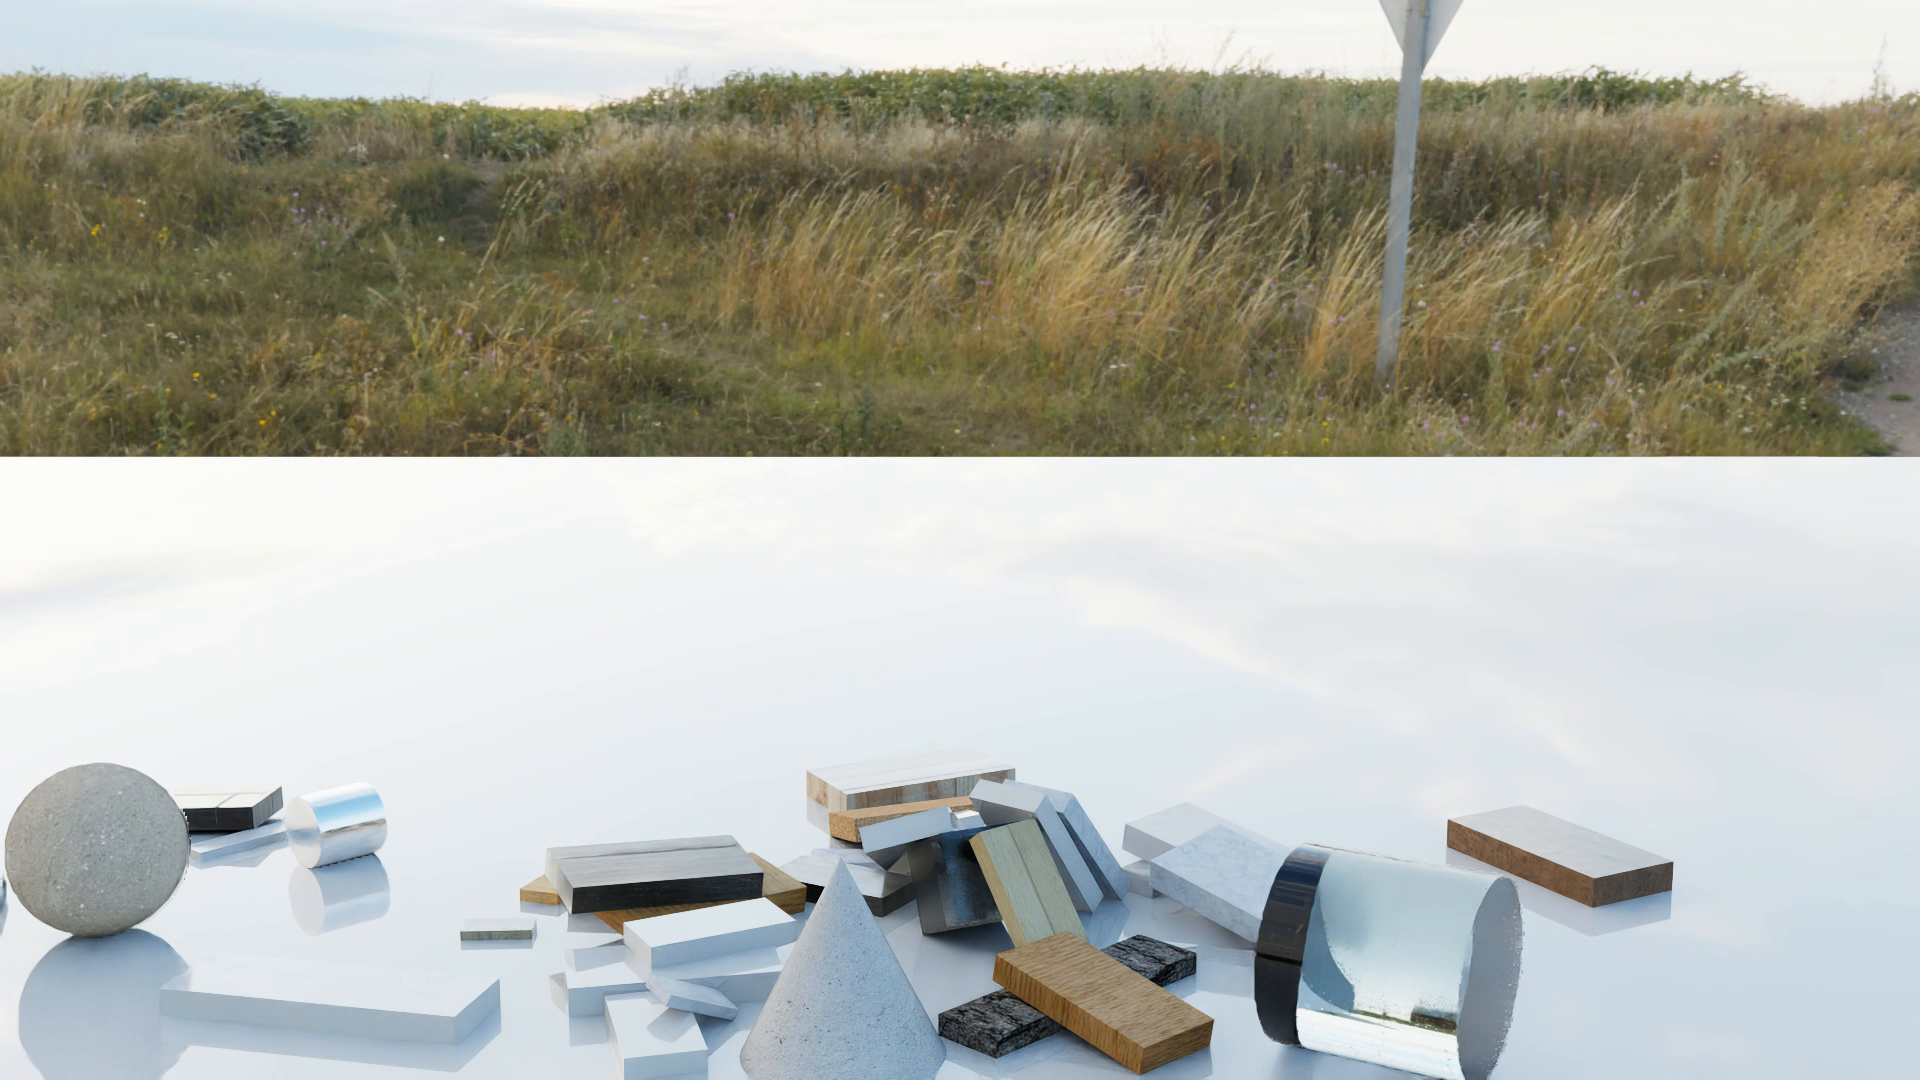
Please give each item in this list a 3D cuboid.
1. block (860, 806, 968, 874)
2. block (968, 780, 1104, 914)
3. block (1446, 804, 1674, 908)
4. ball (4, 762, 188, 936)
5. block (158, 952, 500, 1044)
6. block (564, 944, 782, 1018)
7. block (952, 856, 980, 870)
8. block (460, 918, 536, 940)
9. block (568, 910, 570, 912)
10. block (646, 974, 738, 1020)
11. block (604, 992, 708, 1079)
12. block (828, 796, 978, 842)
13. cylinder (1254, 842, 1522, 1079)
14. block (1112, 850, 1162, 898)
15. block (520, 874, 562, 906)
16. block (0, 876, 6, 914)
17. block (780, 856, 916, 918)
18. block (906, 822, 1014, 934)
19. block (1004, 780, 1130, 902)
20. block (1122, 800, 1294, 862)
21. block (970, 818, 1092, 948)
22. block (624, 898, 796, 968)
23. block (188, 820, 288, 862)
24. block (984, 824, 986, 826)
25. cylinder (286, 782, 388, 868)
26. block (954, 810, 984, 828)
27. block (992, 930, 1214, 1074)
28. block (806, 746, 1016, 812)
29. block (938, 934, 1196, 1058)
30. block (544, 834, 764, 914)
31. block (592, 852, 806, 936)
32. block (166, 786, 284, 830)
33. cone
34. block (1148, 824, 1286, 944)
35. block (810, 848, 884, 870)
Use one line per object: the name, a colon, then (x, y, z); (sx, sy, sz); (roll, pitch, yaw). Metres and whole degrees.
block: (-0.067, 0.497, 3.615); (0.145, 0.041, 0.291); (-15, -17, 3)
block: (0.124, 0.495, 3.543); (0.132, 0.264, 0.037); (8, 50, 38)
block: (1.029, 0.541, 3.794); (0.179, 0.051, 0.358); (-6, 12, -28)
ball: (-1.363, 0.488, 3.474); (0.272, 0.272, 0.272); (0, 11, 0)
block: (-0.910, 0.660, 3.178); (0.461, 0.041, 0.146); (2, 11, 13)
block: (-0.426, 0.644, 3.259); (0.311, 0.044, 0.156); (-2, 11, -12)
block: (0.066, 0.538, 3.874); (0.194, 0.028, 0.097); (-6, 12, -29)
block: (-0.731, 0.616, 3.484); (0.112, 0.016, 0.056); (-1, 11, -3)
block: (-0.574, 0.581, 3.605); (0.141, 0.020, 0.071); (-8, 6, -9)
block: (-0.381, 0.651, 3.127); (0.125, 0.018, 0.063); (24, 3, -41)
block: (-0.425, 0.686, 3.063); (0.113, 0.032, 0.226); (-3, 11, -15)
block: (-0.074, 0.500, 3.958); (0.292, 0.041, 0.146); (-4, -1, -22)
cylinder: (0.586, 0.574, 2.994); (0.279, 0.279, 0.279); (6, 12, 30)
block: (0.364, 0.551, 3.778); (0.132, 0.037, 0.264); (10, 15, 43)
block: (-0.671, 0.576, 3.688); (0.071, 0.020, 0.141); (4, 11, 19)
block: (-1.775, 0.596, 3.545); (0.426, 0.033, 0.116); (-3, 11, -18)
block: (-0.196, 0.575, 3.660); (0.232, 0.033, 0.116); (6, 12, 30)
block: (0.018, 0.533, 3.464); (0.140, 0.140, 0.140); (-5, -14, -26)
block: (0.170, 0.491, 3.593); (0.132, 0.264, 0.037); (8, 55, 36)
block: (0.456, 0.537, 3.679); (0.337, 0.048, 0.168); (21, 22, 39)
block: (0.109, 0.545, 3.367); (0.113, 0.226, 0.032); (-9, -23, -40)
block: (-0.378, 0.592, 3.324); (0.232, 0.033, 0.116); (-6, 12, -28)
block: (-1.251, 0.531, 3.946); (0.056, 0.016, 0.273); (9, 14, 41)
block: (0.099, 0.512, 3.861); (0.097, 0.028, 0.194); (6, 12, 30)
cylinder: (-1.088, 0.496, 3.834); (0.126, 0.126, 0.126); (-10, 15, -44)
block: (-0.064, 0.504, 3.821); (0.194, 0.028, 0.097); (-9, 0, -15)
block: (0.200, 0.648, 3.103); (0.145, 0.041, 0.291); (-9, 24, -42)
block: (-0.094, 0.463, 4.213); (0.358, 0.051, 0.179); (-6, 12, -28)
block: (0.163, 0.660, 3.205); (0.113, 0.032, 0.439); (10, 15, 44)
block: (-0.487, 0.531, 3.505); (0.311, 0.044, 0.156); (-1, 16, -26)
block: (-0.420, 0.576, 3.536); (0.311, 0.044, 0.156); (-6, 19, -40)
block: (-1.412, 0.493, 4.035); (0.293, 0.041, 0.146); (-2, 8, 4)
cone: (-0.161, 0.568, 3.006); (0.285, 0.285, 0.285); (0, 11, 0)
block: (0.480, 0.562, 3.467); (0.168, 0.048, 0.337); (-20, 31, -39)
block: (-0.187, 0.555, 3.801); (0.143, 0.020, 0.072); (0, 11, 2)
